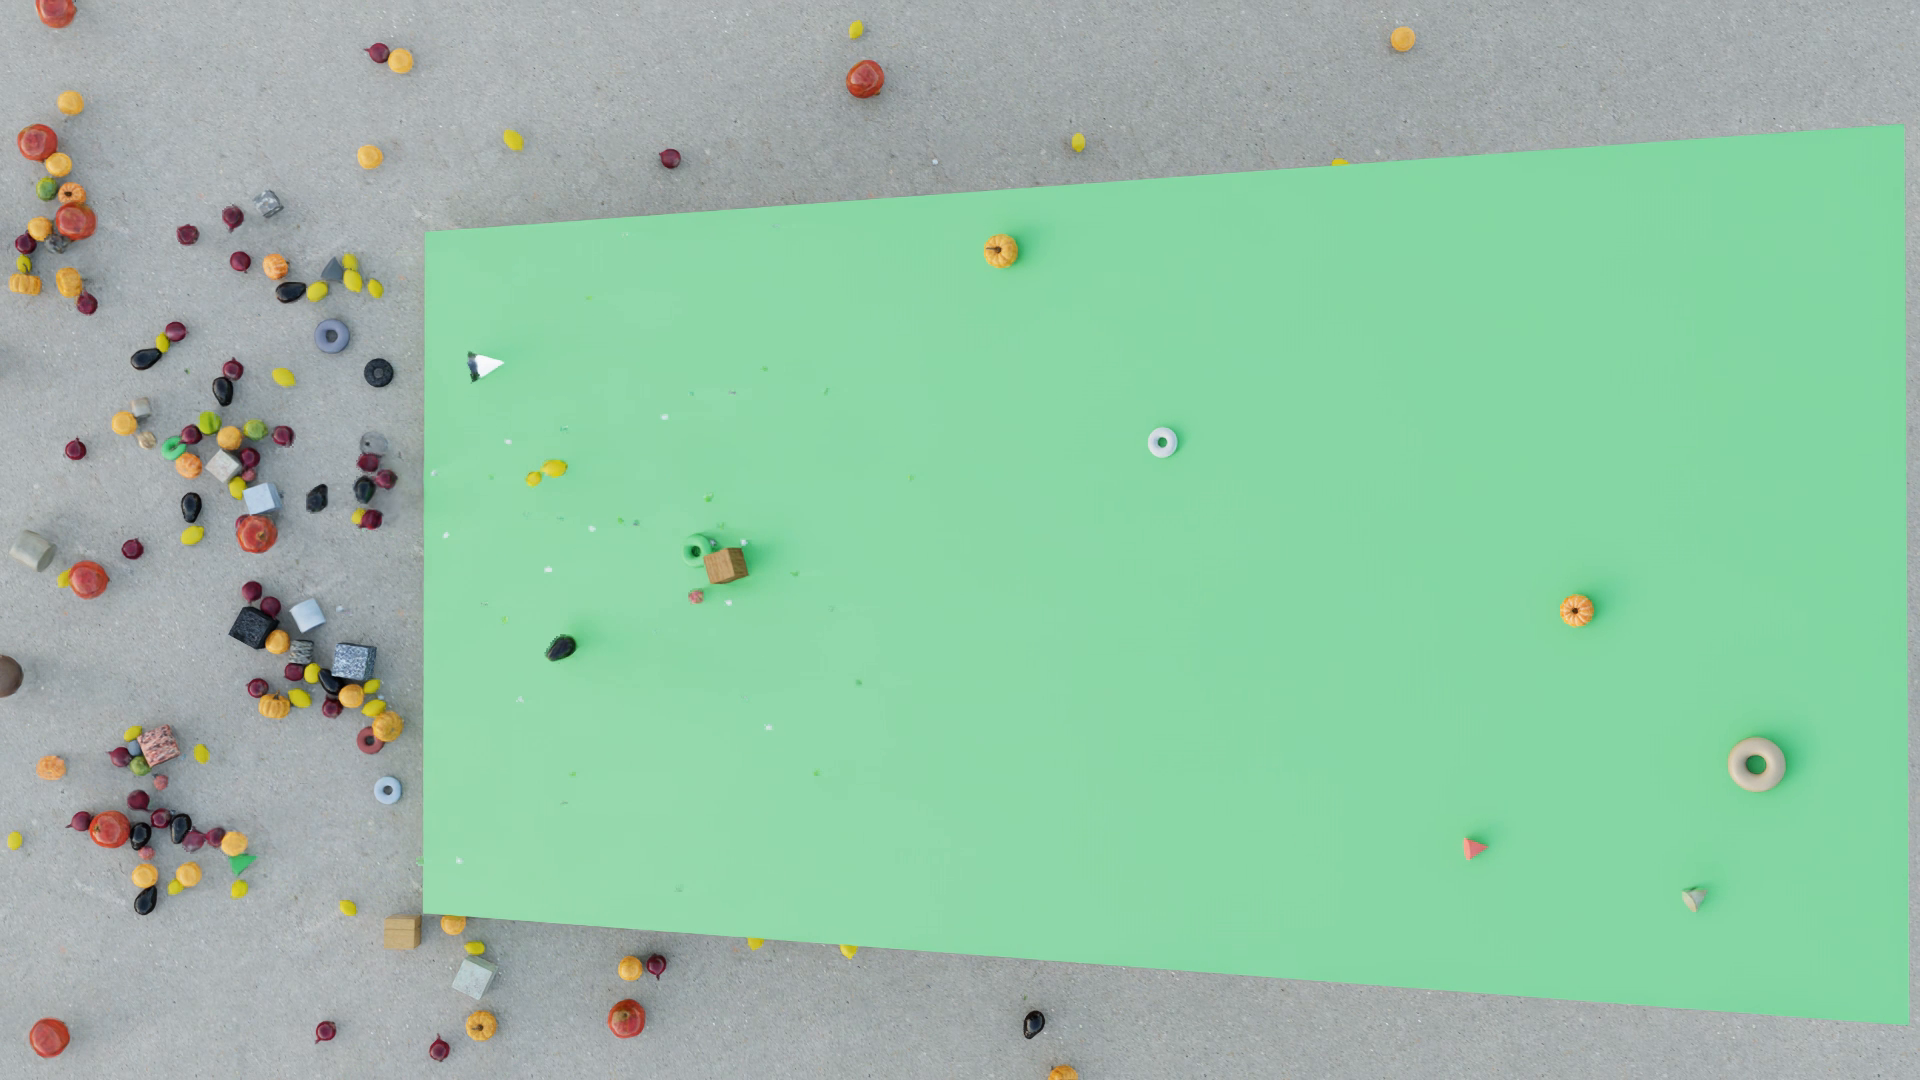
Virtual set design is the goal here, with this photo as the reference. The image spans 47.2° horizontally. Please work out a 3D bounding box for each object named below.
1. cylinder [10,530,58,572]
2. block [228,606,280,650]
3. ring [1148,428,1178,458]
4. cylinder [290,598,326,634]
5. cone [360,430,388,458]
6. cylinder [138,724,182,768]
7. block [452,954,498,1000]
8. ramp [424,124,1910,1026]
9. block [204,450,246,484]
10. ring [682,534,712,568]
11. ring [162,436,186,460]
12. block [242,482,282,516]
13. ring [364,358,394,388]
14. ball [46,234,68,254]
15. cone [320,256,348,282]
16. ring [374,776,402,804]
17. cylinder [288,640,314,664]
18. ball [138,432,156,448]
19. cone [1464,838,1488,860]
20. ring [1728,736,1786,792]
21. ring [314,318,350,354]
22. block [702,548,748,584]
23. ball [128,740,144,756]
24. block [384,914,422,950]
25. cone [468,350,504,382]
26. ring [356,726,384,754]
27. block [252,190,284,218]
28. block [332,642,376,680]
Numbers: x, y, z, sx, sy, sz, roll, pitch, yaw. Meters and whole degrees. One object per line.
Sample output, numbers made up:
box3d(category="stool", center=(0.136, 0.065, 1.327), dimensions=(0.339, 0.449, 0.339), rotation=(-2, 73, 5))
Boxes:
box3d(category="cylinder", center=(-2.740, 0.031, 6.505), dimensions=(0.092, 0.092, 0.092), rotation=(30, 89, 0))
box3d(category="block", center=(-2.087, 0.260, 6.503), dimensions=(0.092, 0.092, 0.092), rotation=(28, 89, 0))
box3d(category="ring", center=(0.512, -0.246, 5.552), dimensions=(0.077, 0.026, 0.077), rotation=(0, 90, 22))
box3d(category="cylinder", center=(-1.931, 0.225, 6.510), dimensions=(0.078, 0.078, 0.078), rotation=(-27, 89, 0))
box3d(category="cone", center=(-1.748, -0.284, 6.513), dimensions=(0.085, 0.085, 0.085), rotation=(0, 89, 0))
box3d(category="cylinder", center=(-2.366, 0.608, 6.497), dimensions=(0.095, 0.095, 0.095), rotation=(-24, 89, 0))
box3d(category="block", center=(-1.431, 1.289, 6.491), dimensions=(0.091, 0.091, 0.091), rotation=(25, 89, 0))
box3d(category="ramp", center=(0.283, 0.085, 5.715), dimensions=(4.000, 0.100, 2.000), rotation=(0, 89, 23))
box3d(category="block", center=(-2.177, -0.218, 6.519), dimensions=(0.071, 0.071, 0.071), rotation=(41, 89, 0))
box3d(category="ring", center=(-0.728, 0.032, 6.079), dimensions=(0.094, 0.031, 0.094), rotation=(0, 91, 23))
box3d(category="ring", center=(-2.335, -0.272, 6.530), dimensions=(0.077, 0.026, 0.077), rotation=(-6, 59, 10))
box3d(category="block", center=(-2.066, -0.120, 6.515), dimensions=(0.076, 0.076, 0.076), rotation=(-18, 89, 0))
box3d(category="ring", center=(-1.730, -0.497, 6.544), dimensions=(0.087, 0.029, 0.087), rotation=(0, 88, 1))
box3d(category="ball", center=(-2.683, -0.877, 6.527), dimensions=(0.061, 0.061, 0.061), rotation=(0, 89, 0))
box3d(category="cone", center=(-1.850, -0.791, 6.545), dimensions=(0.075, 0.075, 0.075), rotation=(36, 89, -26))
box3d(category="ring", center=(-1.698, 0.743, 6.529), dimensions=(0.084, 0.028, 0.084), rotation=(0, 90, -1))
box3d(category="cylinder", center=(-1.952, 0.331, 6.515), dimensions=(0.066, 0.066, 0.066), rotation=(7, 89, 0))
box3d(category="ball", center=(-2.415, -0.298, 6.530), dimensions=(0.051, 0.051, 0.051), rotation=(0, 89, 0))
box3d(category="cone", center=(1.232, 0.733, 5.231), dimensions=(0.054, 0.054, 0.054), rotation=(-6, 89, -3))
box3d(category="ring", center=(1.803, 0.508, 4.978), dimensions=(0.126, 0.042, 0.126), rotation=(-1, 89, 27))
box3d(category="ring", center=(-1.868, -0.606, 6.542), dimensions=(0.106, 0.035, 0.106), rotation=(0, 89, 1))
box3d(category="block", center=(-0.640, 0.071, 6.014), dimensions=(0.080, 0.080, 0.080), rotation=(-19, 82, 22))
box3d(category="ball", center=(-2.439, 0.616, 6.519), dimensions=(0.051, 0.051, 0.051), rotation=(0, 89, 0))
box3d(category="block", center=(-1.645, 1.157, 6.494), dimensions=(0.087, 0.087, 0.087), rotation=(2, 89, 0))
box3d(category="cone", center=(-1.365, -0.507, 6.353), dimensions=(0.095, 0.095, 0.095), rotation=(-8, 89, -4))
box3d(category="ring", center=(-1.750, 0.595, 6.531), dimensions=(0.083, 0.028, 0.083), rotation=(0, 88, 0))
box3d(category="block", center=(-2.056, -0.999, 6.535), dimensions=(0.058, 0.058, 0.058), rotation=(-34, 89, 0))
box3d(category="block", center=(-1.790, 0.358, 6.500), dimensions=(0.096, 0.096, 0.096), rotation=(9, 89, 0))
